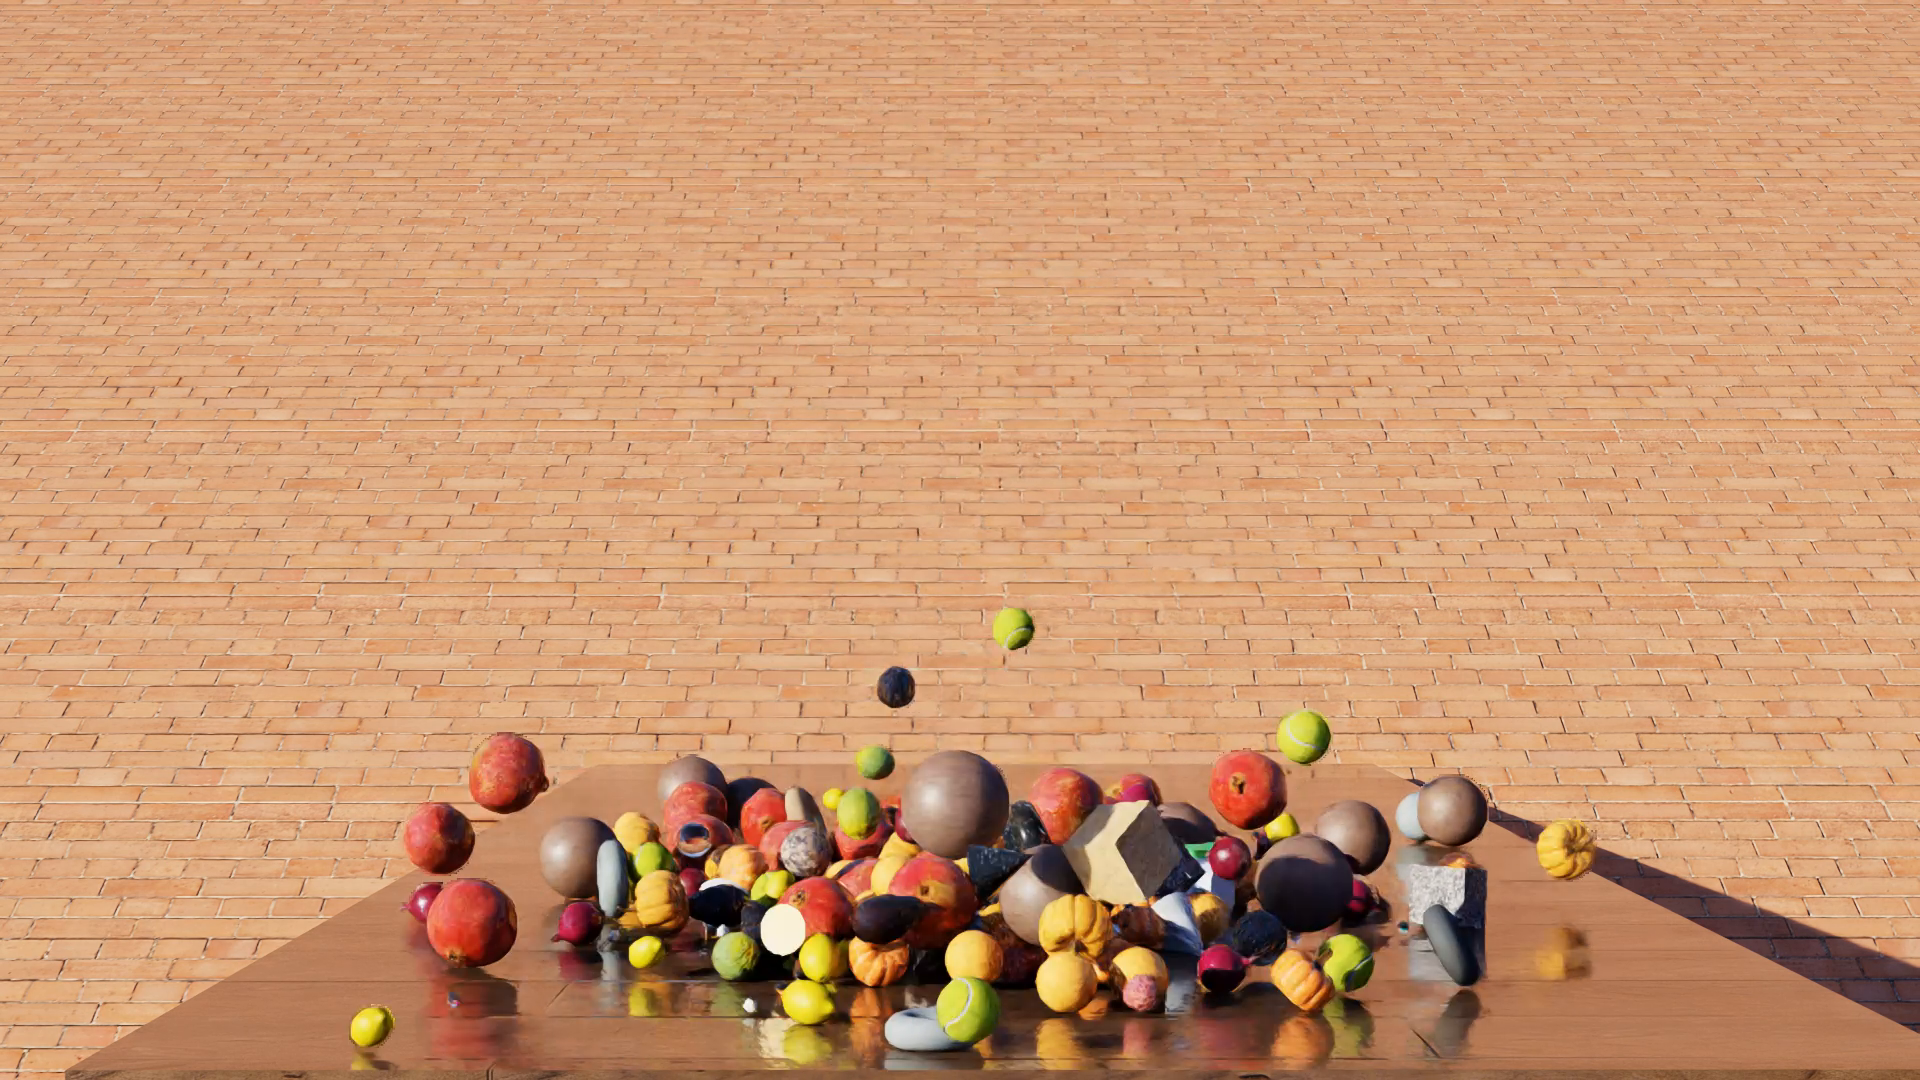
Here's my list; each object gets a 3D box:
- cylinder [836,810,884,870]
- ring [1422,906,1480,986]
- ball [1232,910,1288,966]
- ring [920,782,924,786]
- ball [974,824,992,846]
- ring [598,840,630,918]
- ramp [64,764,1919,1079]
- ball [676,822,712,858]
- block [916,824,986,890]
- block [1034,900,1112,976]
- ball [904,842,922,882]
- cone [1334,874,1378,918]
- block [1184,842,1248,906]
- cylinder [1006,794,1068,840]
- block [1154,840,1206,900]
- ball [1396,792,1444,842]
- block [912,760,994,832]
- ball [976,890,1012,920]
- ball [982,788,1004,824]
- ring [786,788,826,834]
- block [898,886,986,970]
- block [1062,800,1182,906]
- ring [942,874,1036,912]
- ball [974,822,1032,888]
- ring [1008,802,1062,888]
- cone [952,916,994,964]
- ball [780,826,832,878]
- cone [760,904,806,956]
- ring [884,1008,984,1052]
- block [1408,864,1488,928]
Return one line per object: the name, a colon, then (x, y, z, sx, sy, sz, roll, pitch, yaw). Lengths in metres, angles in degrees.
cylinder: (-0.171, 0.511, 4.412, 0.073, 0.073, 0.073, 7, 48, -8)
ring: (0.607, 0.501, 3.200, 0.036, 0.108, 0.108, -29, 30, 10)
ball: (0.383, 0.508, 3.307, 0.070, 0.070, 0.070, 0, 31, 0)
ring: (-0.036, 0.514, 4.990, 0.116, 0.116, 0.039, 20, 36, 30)
ball: (0.059, 0.473, 3.963, 0.077, 0.077, 0.077, 0, 31, 0)
ring: (-0.509, 0.498, 3.802, 0.038, 0.115, 0.115, -2, 31, -14)
ramp: (0.069, 0.614, 4.689, 2.000, 0.100, 4.000, 0, 0, 0)
ball: (-0.408, 0.460, 3.973, 0.055, 0.055, 0.055, 0, 31, 0)
block: (-0.008, 0.504, 4.089, 0.086, 0.086, 0.086, 0, 67, -23)
block: (0.145, 0.514, 3.347, 0.082, 0.082, 0.082, 0, 0, -11)
ball: (-0.056, 0.527, 4.256, 0.069, 0.069, 0.069, 0, 31, 0)
cone: (0.574, 0.542, 3.854, 0.070, 0.070, 0.070, 13, 57, -20)
block: (0.384, 0.516, 3.989, 0.087, 0.087, 0.087, 0, 0, -21)
cylinder: (0.145, 0.521, 4.851, 0.088, 0.088, 0.088, 19, 9, 29)
block: (0.292, 0.460, 3.589, 0.058, 0.058, 0.058, 50, 20, 19)
ball: (0.863, 0.520, 4.855, 0.091, 0.091, 0.091, 0, 31, 0)
block: (-0.012, 0.435, 4.226, 0.093, 0.093, 0.093, -36, 14, 8)
ball: (0.050, 0.532, 3.800, 0.052, 0.052, 0.052, 0, 31, 0)
ball: (0.044, 0.524, 5.013, 0.085, 0.085, 0.085, 0, 31, 0)
ring: (-0.263, 0.480, 4.434, 0.040, 0.121, 0.121, -24, 31, 6)
block: (-0.023, 0.501, 3.345, 0.076, 0.076, 0.076, -1, 54, -26)
block: (0.197, 0.379, 3.139, 0.087, 0.087, 0.087, -12, 24, 45)
ring: (0.043, 0.535, 3.921, 0.148, 0.049, 0.148, -1, -2, 0)
ball: (0.068, 0.450, 3.699, 0.096, 0.096, 0.096, 0, 31, 0)
ring: (0.100, 0.407, 3.458, 0.041, 0.123, 0.123, -23, 33, 1)
cone: (0.011, 0.498, 3.285, 0.055, 0.055, 0.055, -6, 44, -10)
ball: (-0.211, 0.429, 3.562, 0.071, 0.071, 0.071, 0, 31, 0)
cone: (-0.208, 0.489, 3.248, 0.063, 0.063, 0.063, 15, -3, 23)
ring: (-0.028, 0.534, 2.824, 0.109, 0.036, 0.109, -1, -1, 0)
block: (0.701, 0.511, 3.718, 0.082, 0.082, 0.082, 0, -8, 34)
